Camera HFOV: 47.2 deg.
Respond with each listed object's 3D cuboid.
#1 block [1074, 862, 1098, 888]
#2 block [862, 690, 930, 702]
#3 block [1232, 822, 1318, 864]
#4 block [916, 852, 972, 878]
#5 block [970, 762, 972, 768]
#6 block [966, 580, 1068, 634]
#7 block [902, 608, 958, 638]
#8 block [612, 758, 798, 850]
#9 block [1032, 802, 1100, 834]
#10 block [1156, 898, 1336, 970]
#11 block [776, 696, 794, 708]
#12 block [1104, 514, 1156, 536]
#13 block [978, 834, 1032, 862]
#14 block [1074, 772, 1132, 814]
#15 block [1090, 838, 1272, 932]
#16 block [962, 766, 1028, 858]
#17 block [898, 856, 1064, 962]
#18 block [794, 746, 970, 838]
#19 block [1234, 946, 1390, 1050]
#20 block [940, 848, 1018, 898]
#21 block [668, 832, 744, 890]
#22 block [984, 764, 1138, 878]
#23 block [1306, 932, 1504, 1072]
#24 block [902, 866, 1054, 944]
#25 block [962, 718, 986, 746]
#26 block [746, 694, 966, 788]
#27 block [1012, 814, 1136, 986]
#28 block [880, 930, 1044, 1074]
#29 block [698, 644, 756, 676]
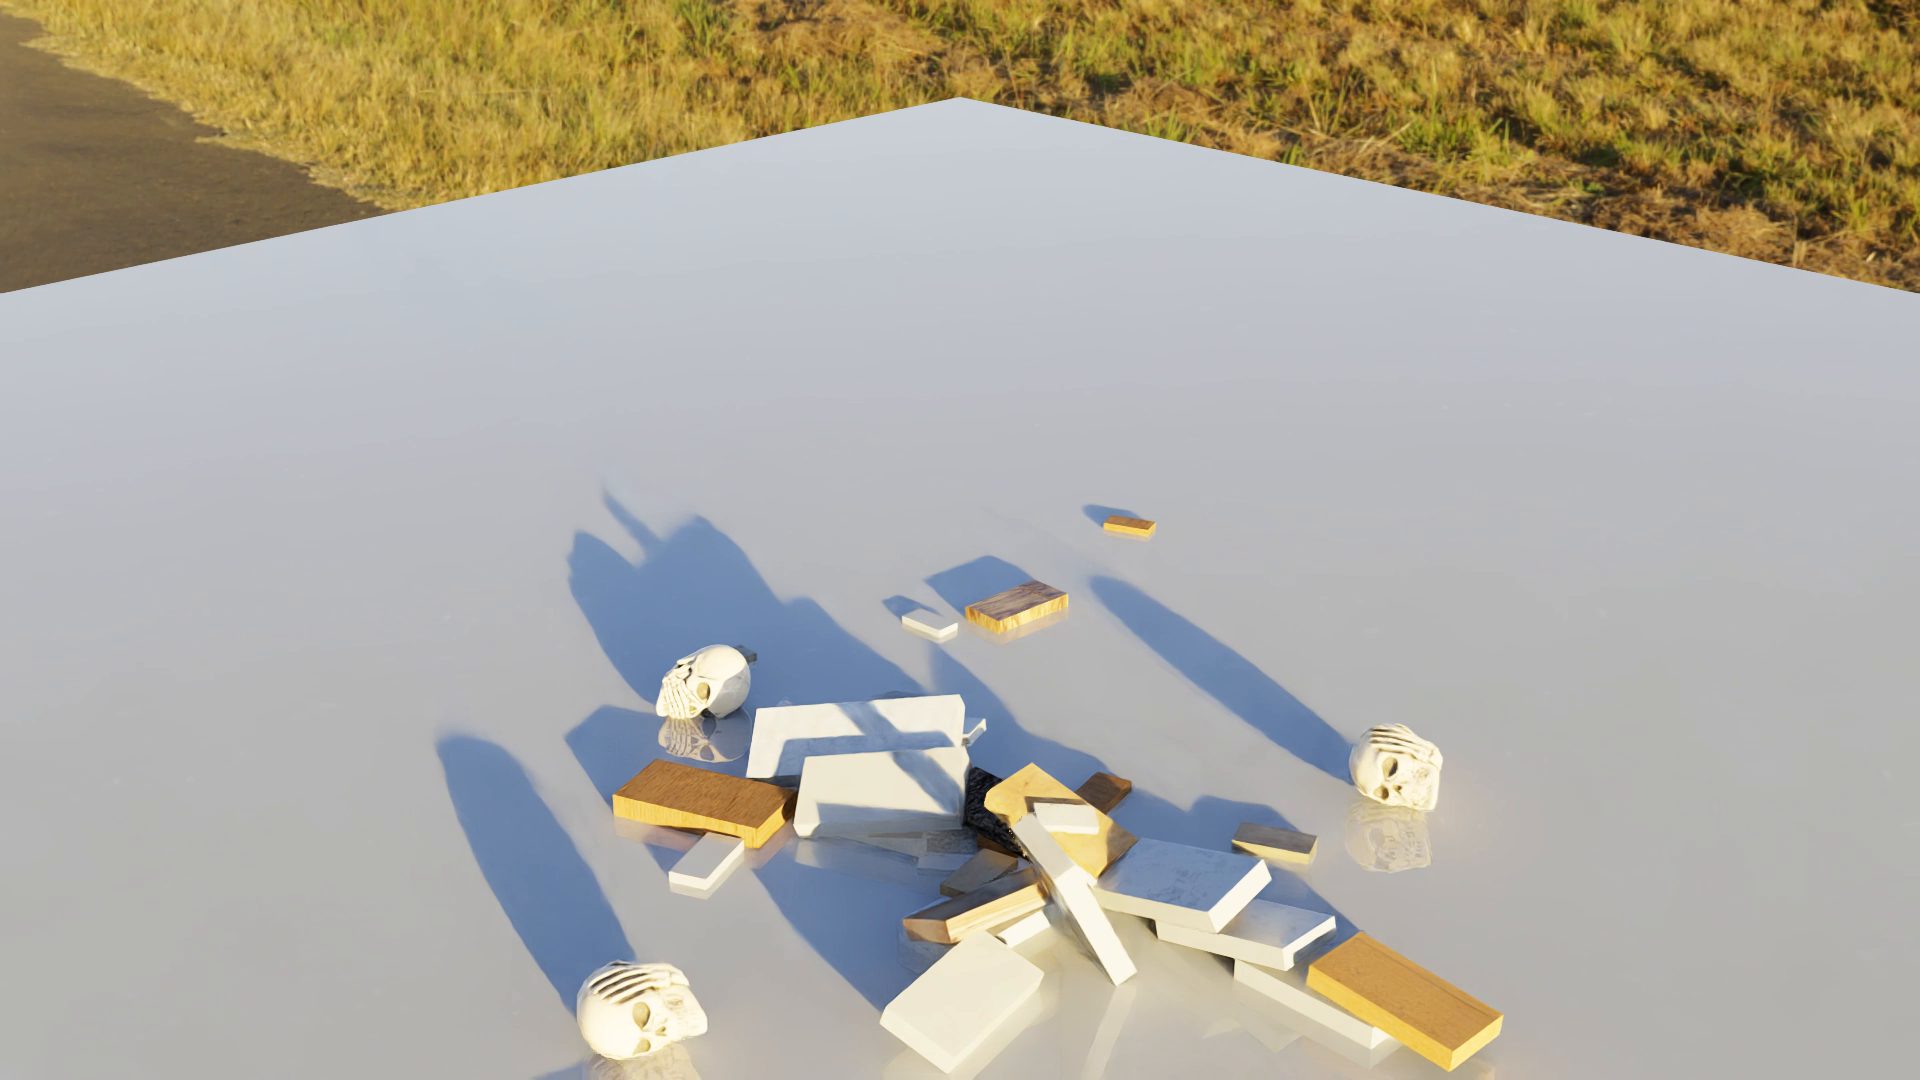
[{"bbox_3d":[0.216,0.632,4.110,0.060,0.120,0.017,37,72,3],"label":"block"},{"bbox_3d":[-0.123,0.359,4.767,0.117,0.033,0.233,6,2,14],"label":"block"},{"bbox_3d":[0.619,0.596,4.329,0.154,0.022,0.077,9,24,19],"label":"block"},{"bbox_3d":[-0.022,0.630,4.255,0.120,0.017,0.060,3,23,8],"label":"block"},{"bbox_3d":[-0.035,0.471,4.506,0.111,0.016,0.055,-8,13,37],"label":"block"},{"bbox_3d":[0.139,0.161,5.340,0.233,0.033,0.117,-20,30,-39],"label":"block"},{"bbox_3d":[-0.073,0.198,5.272,0.123,0.017,0.062,20,30,38],"label":"block"},{"bbox_3d":[-0.514,0.532,4.448,0.332,0.047,0.166,10,25,22],"label":"block"},{"bbox_3d":[0.202,0.533,4.207,0.120,0.017,0.060,5,35,-12],"label":"block"},{"bbox_3d":[0.514,0.700,3.971,0.148,0.042,0.296,-21,17,-40],"label":"block"},{"bbox_3d":[-0.372,0.404,4.717,0.080,0.023,0.159,-47,30,2],"label":"block"},{"bbox_3d":[0.450,-0.039,5.829,0.123,0.017,0.062,10,25,22],"label":"block"},{"bbox_3d":[0.184,0.603,4.289,0.275,0.039,0.138,18,29,36],"label":"block"},{"bbox_3d":[0.279,0.526,4.492,0.080,0.023,0.159,13,26,28],"label":"block"},{"bbox_3d":[0.401,0.632,4.046,0.159,0.045,0.318,-37,23,-32],"label":"block"},{"bbox_3d":[0.077,0.535,4.349,0.138,0.039,0.275,-20,30,-39],"label":"block"},{"bbox_3d":[0.057,0.693,4.069,0.318,0.045,0.159,-21,31,-40],"label":"block"},{"bbox_3d":[-0.154,0.501,4.363,0.332,0.047,0.166,-5,47,14],"label":"block"},{"bbox_3d":[0.645,0.782,3.863,0.148,0.042,0.296,-21,31,-40],"label":"block"},{"bbox_3d":[0.037,0.632,4.129,0.077,0.022,0.154,14,27,30],"label":"block"},{"bbox_3d":[-0.491,0.622,4.267,0.080,0.023,0.159,9,25,20],"label":"block"},{"bbox_3d":[0.196,0.545,4.236,0.275,0.039,0.138,34,39,27],"label":"block"},{"bbox_3d":[0.757,0.784,3.753,0.148,0.042,0.296,-21,36,-40],"label":"block"},{"bbox_3d":[0.058,0.657,3.969,0.292,0.041,0.146,-16,3,-34],"label":"block"},{"bbox_3d":[-0.048,0.395,4.569,0.181,0.026,0.090,2,18,22],"label":"block"},{"bbox_3d":[-0.214,0.415,4.521,0.440,0.047,0.166,-5,53,15],"label":"block"},{"bbox_3d":[0.201,0.633,3.862,0.045,0.318,0.159,-35,39,-7],"label":"block"},{"bbox_3d":[0.006,0.788,3.790,0.146,0.041,0.292,33,35,20],"label":"block"},{"bbox_3d":[-0.538,0.278,5.084,0.123,0.017,0.062,-19,30,-38],"label":"block"}]
